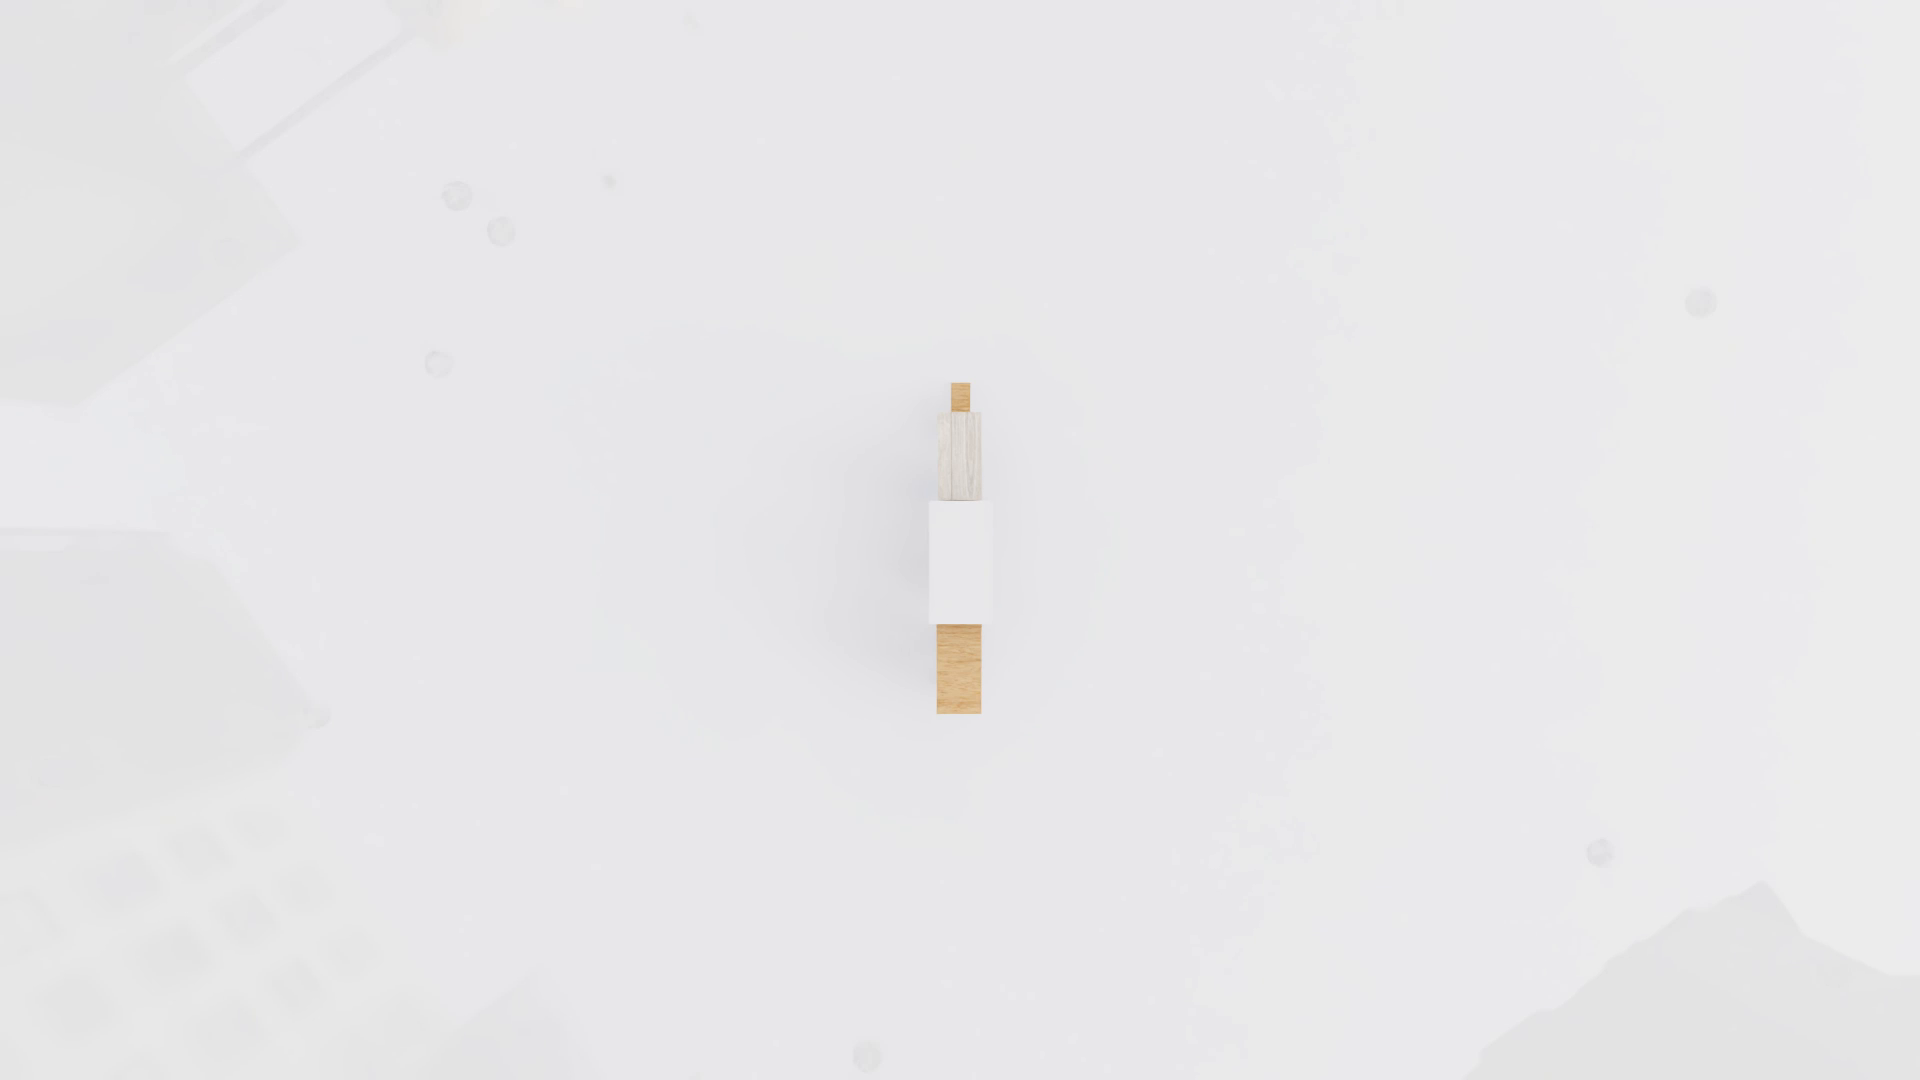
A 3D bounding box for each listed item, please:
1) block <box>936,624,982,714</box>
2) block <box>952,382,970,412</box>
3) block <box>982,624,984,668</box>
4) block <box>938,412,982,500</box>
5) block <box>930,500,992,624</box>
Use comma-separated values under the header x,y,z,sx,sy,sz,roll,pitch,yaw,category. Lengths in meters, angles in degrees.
x,y,z,sx,sy,sz,roll,pitch,yaw,category
-0.002,0.379,4.870,0.132,0.037,0.265,0,90,0,block
0.003,-0.449,5.366,0.063,0.018,0.125,0,90,0,block
-0.002,0.246,5.175,0.152,0.043,0.303,0,90,0,block
-0.001,-0.250,4.931,0.132,0.037,0.264,0,90,0,block
0.001,0.065,4.774,0.177,0.050,0.355,0,90,0,block
